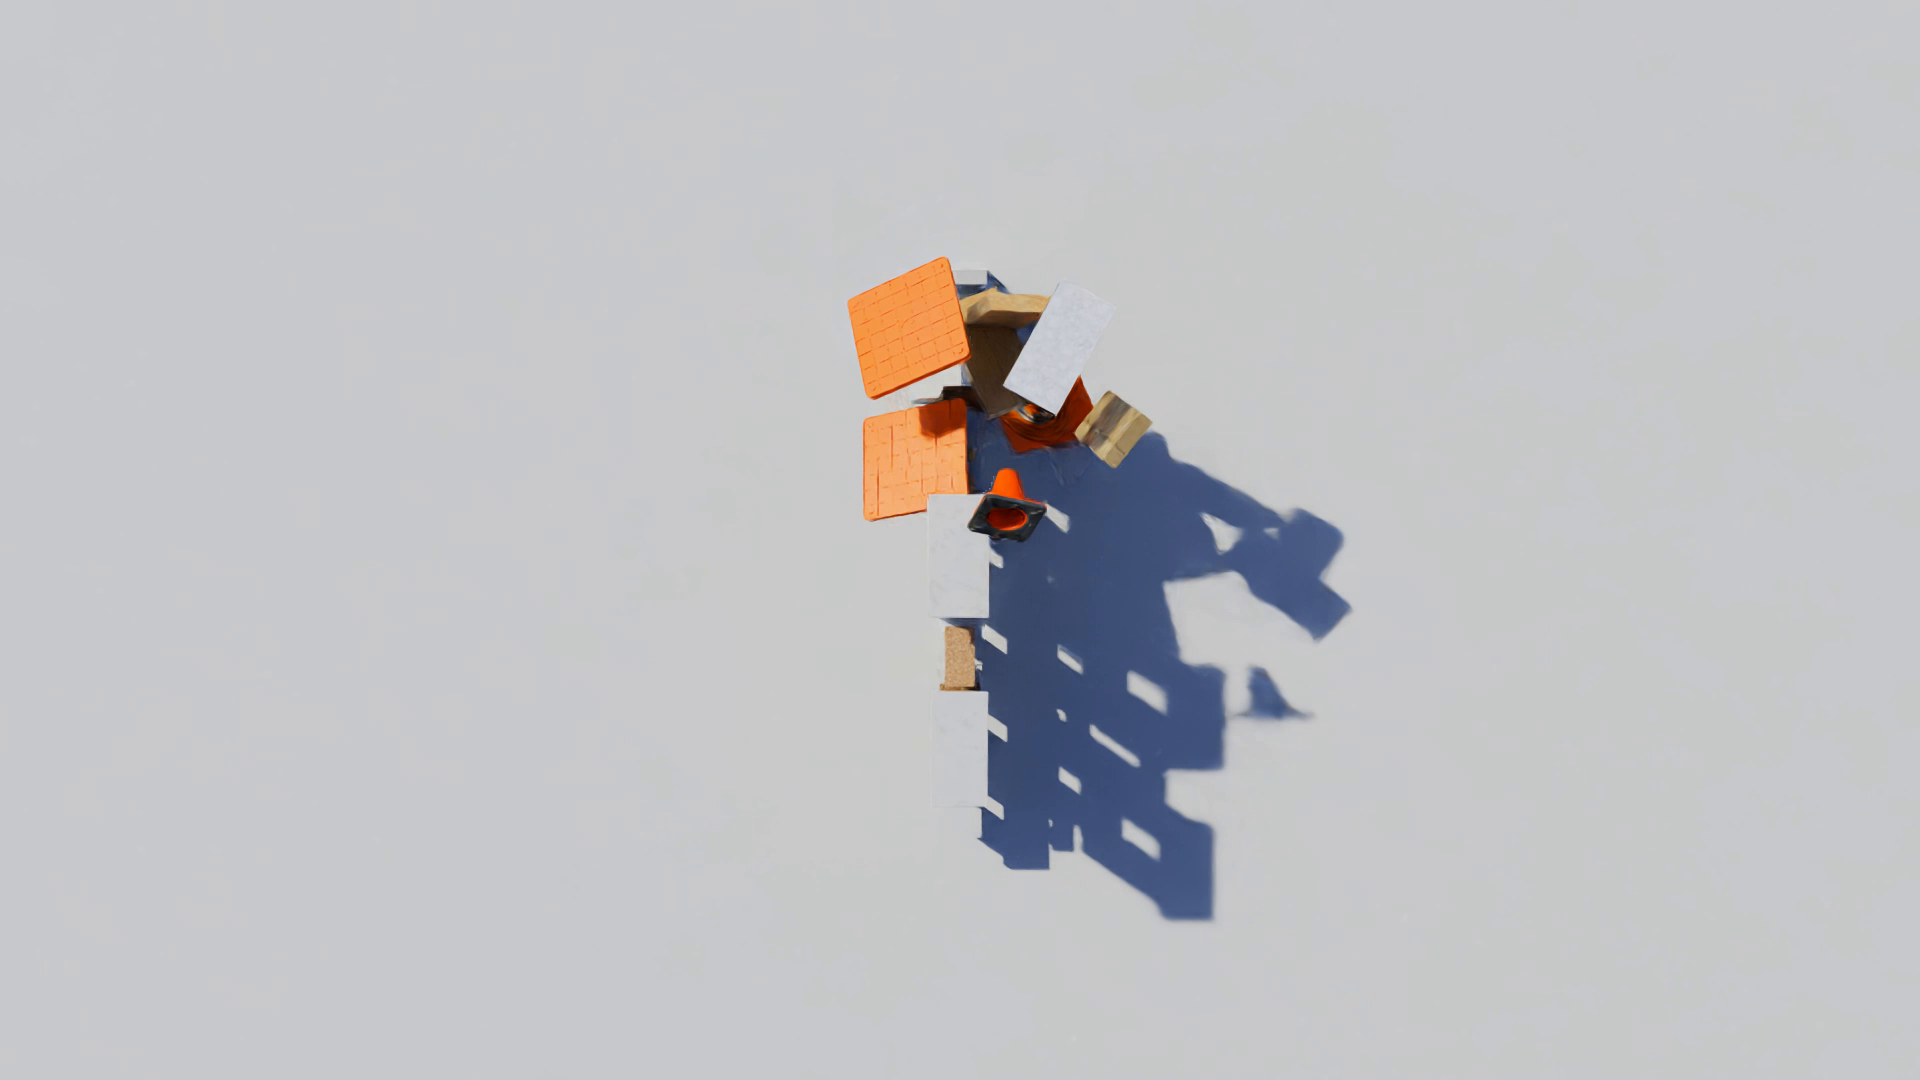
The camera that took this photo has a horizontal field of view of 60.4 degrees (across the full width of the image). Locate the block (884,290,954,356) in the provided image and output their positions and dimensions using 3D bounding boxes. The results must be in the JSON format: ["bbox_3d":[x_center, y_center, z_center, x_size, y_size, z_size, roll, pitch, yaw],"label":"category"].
[{"bbox_3d":[-0.113,-0.657,5.022,0.176,0.353,0.050,36,93,9],"label":"block"}]

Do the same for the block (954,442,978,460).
[{"bbox_3d":[0.018,-0.270,4.896,0.061,0.122,0.017,9,74,-1],"label":"block"}]

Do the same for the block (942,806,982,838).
[{"bbox_3d":[0.004,0.814,5.229,0.126,0.036,0.253,0,90,0],"label":"block"}]

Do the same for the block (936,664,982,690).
[{"bbox_3d":[-0.004,0.539,5.191,0.144,0.041,0.289,0,90,0],"label":"block"}]

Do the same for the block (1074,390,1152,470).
[{"bbox_3d":[0.430,-0.317,4.681,0.047,0.331,0.166,37,96,-18],"label":"block"}]

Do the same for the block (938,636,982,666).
[{"bbox_3d":[0.000,0.254,5.198,0.141,0.040,0.282,0,90,0],"label":"block"}]

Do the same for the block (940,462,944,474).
[{"bbox_3d":[0.003,-0.208,5.106,0.121,0.241,0.034,3,99,-2],"label":"block"}]

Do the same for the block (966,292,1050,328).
[{"bbox_3d":[0.133,-0.641,4.617,0.166,0.331,0.047,1,90,-11],"label":"block"}]

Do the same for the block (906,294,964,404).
[{"bbox_3d":[-0.079,-0.604,5.220,0.168,0.048,0.336,-3,78,6],"label":"block"}]

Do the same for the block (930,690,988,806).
[{"bbox_3d":[-0.002,0.576,4.560,0.157,0.044,0.314,0,90,0],"label":"block"}]

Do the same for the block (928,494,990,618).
[{"bbox_3d":[-0.004,0.043,4.518,0.167,0.047,0.335,0,90,0],"label":"block"}]

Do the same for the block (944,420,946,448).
[{"bbox_3d":[0.007,-0.261,5.255,0.118,0.034,0.237,1,80,-2],"label":"block"}]

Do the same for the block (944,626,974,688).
[{"bbox_3d":[-0.001,0.333,4.700,0.085,0.024,0.169,0,90,0],"label":"block"}]

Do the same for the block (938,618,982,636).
[{"bbox_3d":[0.002,0.152,4.899,0.130,0.037,0.259,1,91,0],"label":"block"}]

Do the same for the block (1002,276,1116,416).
[{"bbox_3d":[0.267,-0.520,4.442,0.166,0.047,0.331,29,93,-3],"label":"block"}]

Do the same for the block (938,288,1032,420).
[{"bbox_3d":[0.091,-0.541,4.790,0.176,0.050,0.353,-22,81,-12],"label":"block"}]

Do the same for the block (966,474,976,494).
[{"bbox_3d":[0.001,-0.135,4.864,0.085,0.170,0.024,-5,127,3],"label":"block"}]

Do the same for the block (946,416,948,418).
[{"bbox_3d":[0.017,-0.361,5.132,0.121,0.241,0.034,7,88,-1],"label":"block"}]

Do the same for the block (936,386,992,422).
[{"bbox_3d":[0.025,-0.414,5.047,0.176,0.509,0.050,1,88,-3],"label":"block"}]

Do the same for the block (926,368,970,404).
[{"bbox_3d":[-0.022,-0.562,5.351,0.168,0.336,0.048,0,132,7],"label":"block"}]

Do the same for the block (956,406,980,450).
[{"bbox_3d":[0.022,-0.330,4.834,0.061,0.017,0.122,5,81,-2],"label":"block"}]

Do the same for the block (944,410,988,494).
[{"bbox_3d":[0.015,-0.266,4.976,0.121,0.034,0.241,4,81,-2],"label":"block"}]

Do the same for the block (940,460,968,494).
[{"bbox_3d":[-0.020,-0.139,4.725,0.024,0.085,0.170,16,73,-37],"label":"block"}]

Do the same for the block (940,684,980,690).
[{"bbox_3d":[0.000,0.547,4.914,0.120,0.034,0.239,0,90,0],"label":"block"}]

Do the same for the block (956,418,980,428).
[{"bbox_3d":[0.024,-0.351,4.909,0.061,0.122,0.017,5,74,-2],"label":"block"}]

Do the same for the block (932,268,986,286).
[{"bbox_3d":[-0.001,-0.853,5.331,0.168,0.336,0.048,0,101,0],"label":"block"}]

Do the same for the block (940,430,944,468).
[{"bbox_3d":[-0.002,-0.289,5.391,0.118,0.237,0.034,1,122,0],"label":"block"}]
